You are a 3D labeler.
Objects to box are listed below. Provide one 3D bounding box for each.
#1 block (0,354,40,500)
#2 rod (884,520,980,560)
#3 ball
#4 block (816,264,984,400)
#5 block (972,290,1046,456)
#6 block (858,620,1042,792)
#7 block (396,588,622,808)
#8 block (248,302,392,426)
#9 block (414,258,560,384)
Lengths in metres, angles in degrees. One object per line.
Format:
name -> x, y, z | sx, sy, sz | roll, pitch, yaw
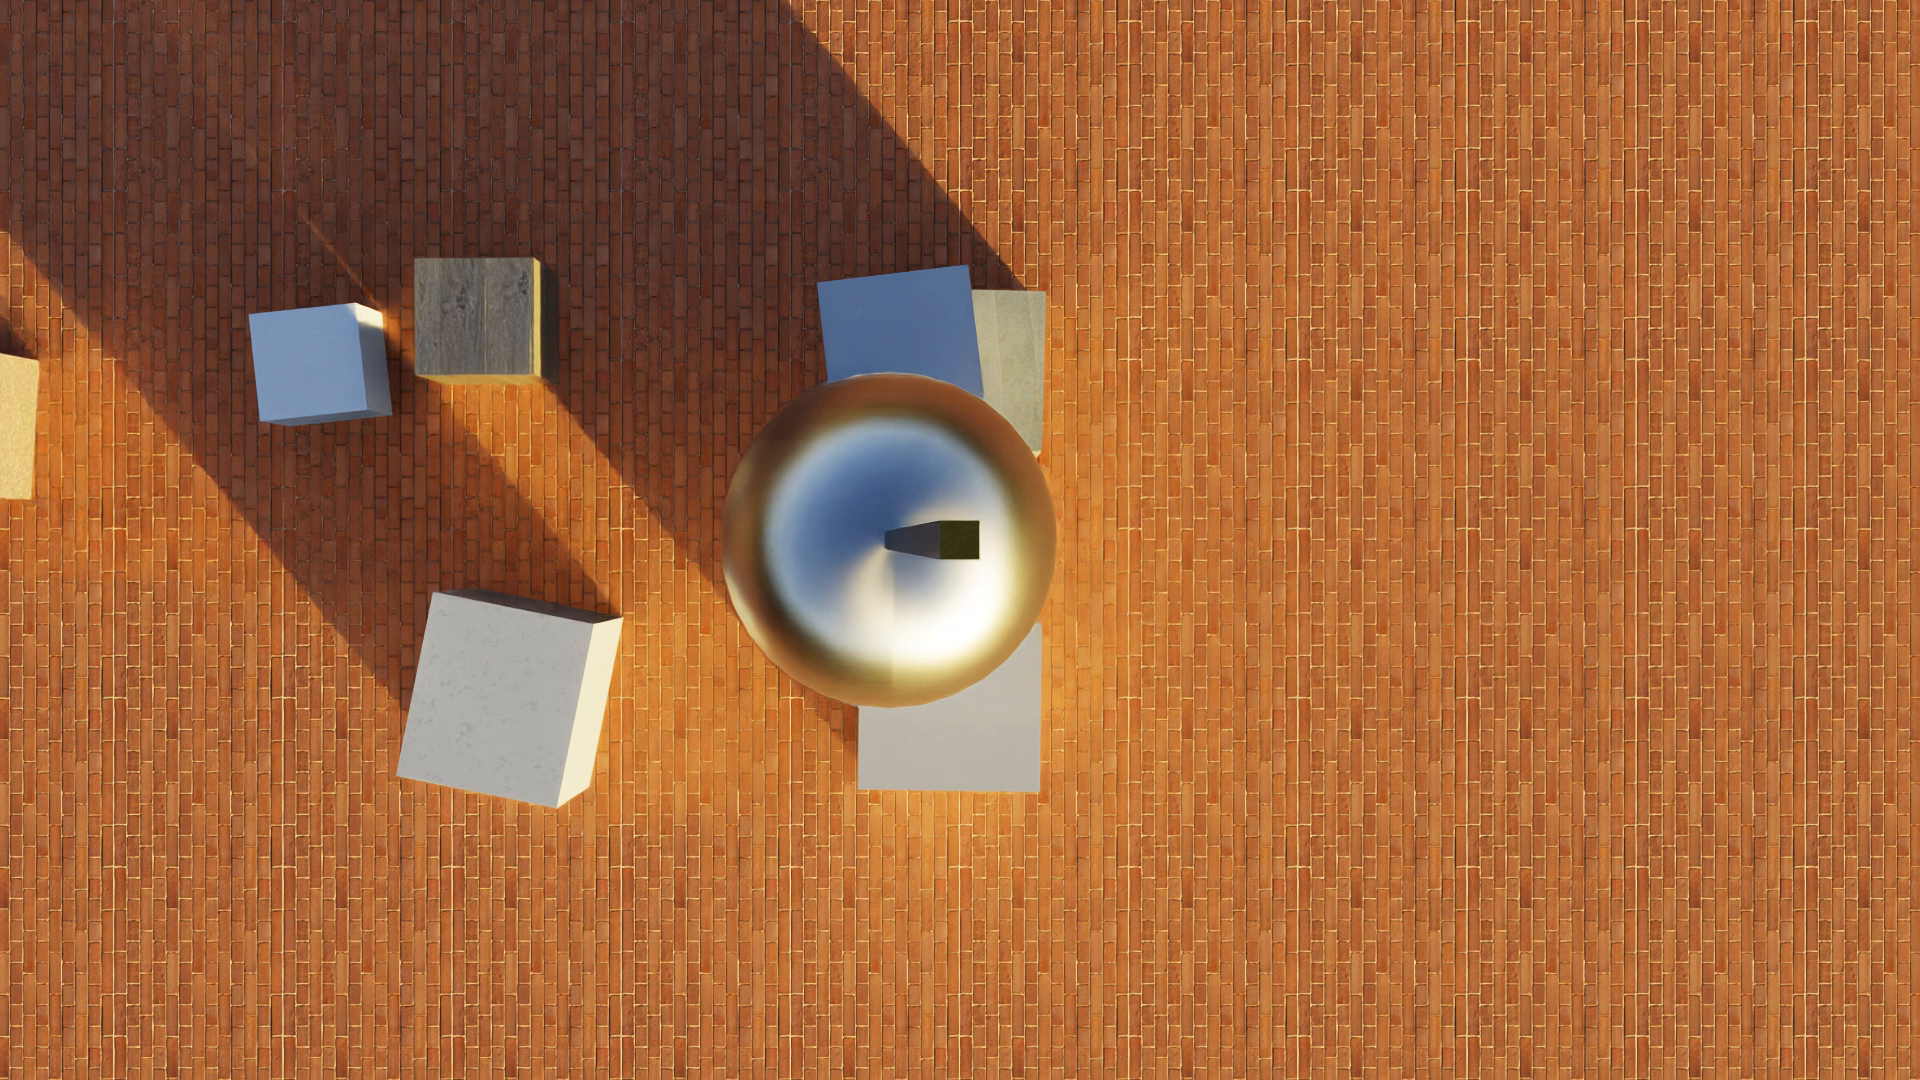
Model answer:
block -> -5.924, -0.678, 12.551 | 0.913, 0.898, 0.821 | 4, 90, 0
rod -> -0.145, 0.000, 7.046 | 0.080, 5.200, 0.080 | 0, 90, -3
ball -> -0.335, 0.000, 10.440 | 1.600, 1.600, 1.600 | 0, 90, 0
block -> -0.291, -0.900, 11.683 | 0.782, 0.893, 0.816 | -7, 81, 0
block -> -0.018, -0.948, 12.594 | 0.967, 0.811, 0.884 | 1, 90, 0
block -> -0.055, 0.910, 12.531 | 0.998, 0.938, 0.929 | 1, 90, 0
block -> -2.529, 0.870, 12.480 | 0.893, 1.040, 1.022 | 11, 90, 0
block -> -3.690, -1.007, 12.722 | 0.609, 0.556, 0.610 | -6, 90, 0
block -> -2.702, -1.245, 12.618 | 0.664, 0.765, 0.650 | 0, 90, 0
